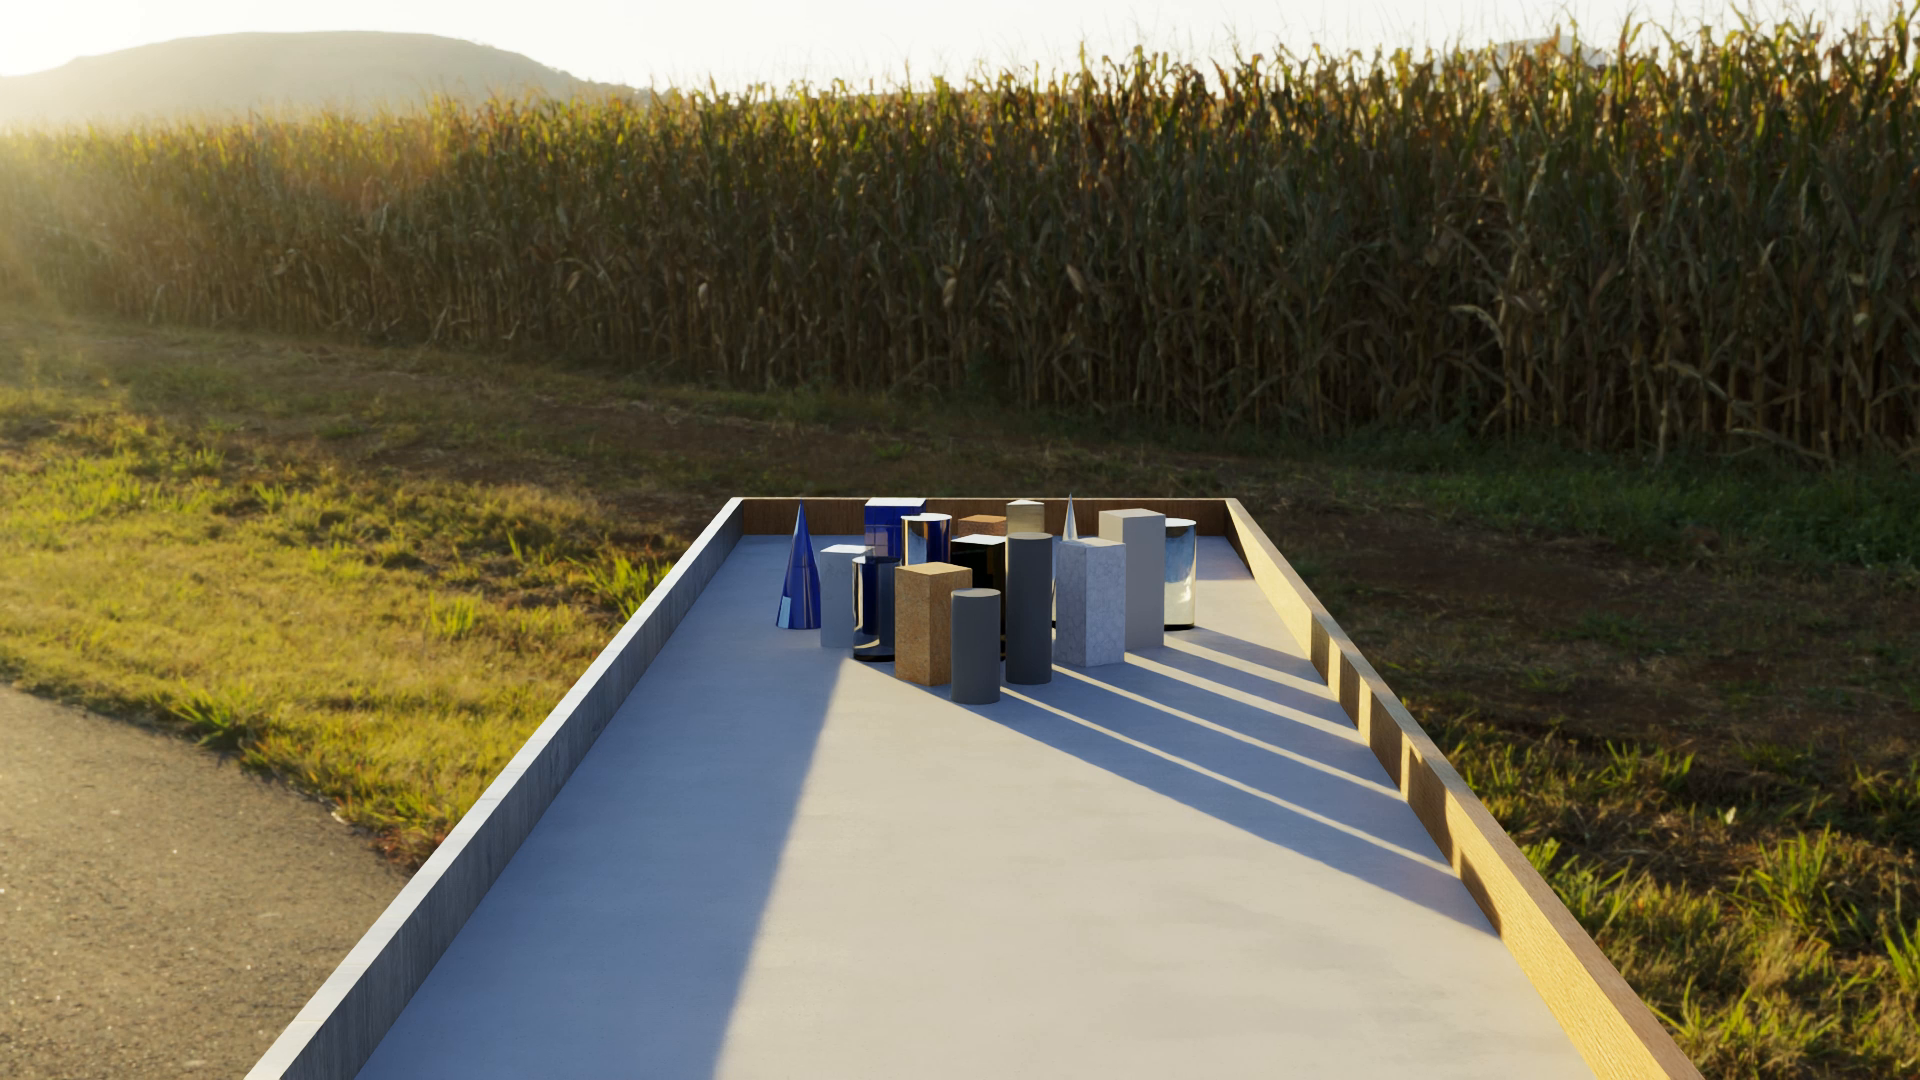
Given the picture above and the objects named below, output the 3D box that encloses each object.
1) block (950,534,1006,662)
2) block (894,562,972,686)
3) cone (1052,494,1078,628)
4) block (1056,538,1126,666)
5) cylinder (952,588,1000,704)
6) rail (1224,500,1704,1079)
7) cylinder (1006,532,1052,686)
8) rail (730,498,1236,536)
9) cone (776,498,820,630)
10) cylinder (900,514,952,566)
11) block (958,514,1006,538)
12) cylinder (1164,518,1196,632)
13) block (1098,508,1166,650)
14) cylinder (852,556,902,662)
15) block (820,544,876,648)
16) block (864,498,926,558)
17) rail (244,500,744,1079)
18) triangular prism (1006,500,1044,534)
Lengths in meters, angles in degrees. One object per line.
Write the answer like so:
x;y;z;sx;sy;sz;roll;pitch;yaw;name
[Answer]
0.072;0.179;6.707;0.149;0.367;0.149;5;10;30;block
-0.077;0.244;6.422;0.160;0.328;0.160;-7;12;-39;block
0.360;0.060;7.202;0.148;0.447;0.148;0;9;0;cone
0.396;0.187;6.676;0.150;0.362;0.150;-6;11;-34;block
0.044;0.297;6.160;0.138;0.306;0.138;0;9;0;cylinder
1.046;0.843;3.208;0.050;0.150;12.000;0;9;1;rail
0.200;0.198;6.395;0.136;0.427;0.136;0;9;0;cylinder
0.099;-0.098;9.147;2.100;0.150;0.050;0;9;1;rail
-0.519;0.068;7.221;0.177;0.425;0.177;0;9;0;cone
-0.106;0.123;6.964;0.161;0.397;0.161;0;9;0;cylinder
0.085;0.107;7.190;0.134;0.358;0.134;5;10;29;block
0.682;0.112;7.198;0.175;0.345;0.175;0;9;0;cylinder
0.539;0.121;6.913;0.153;0.417;0.153;-4;10;-24;block
-0.252;0.210;6.718;0.150;0.303;0.150;0;9;0;cylinder
-0.351;0.178;6.922;0.135;0.303;0.135;3;9;18;block
-0.209;0.080;7.183;0.180;0.414;0.180;1;9;5;block
-1.004;0.839;3.234;0.050;0.150;12.000;0;9;1;rail
0.198;0.103;6.917;0.118;0.451;0.102;-1;9;-6;triangular prism
